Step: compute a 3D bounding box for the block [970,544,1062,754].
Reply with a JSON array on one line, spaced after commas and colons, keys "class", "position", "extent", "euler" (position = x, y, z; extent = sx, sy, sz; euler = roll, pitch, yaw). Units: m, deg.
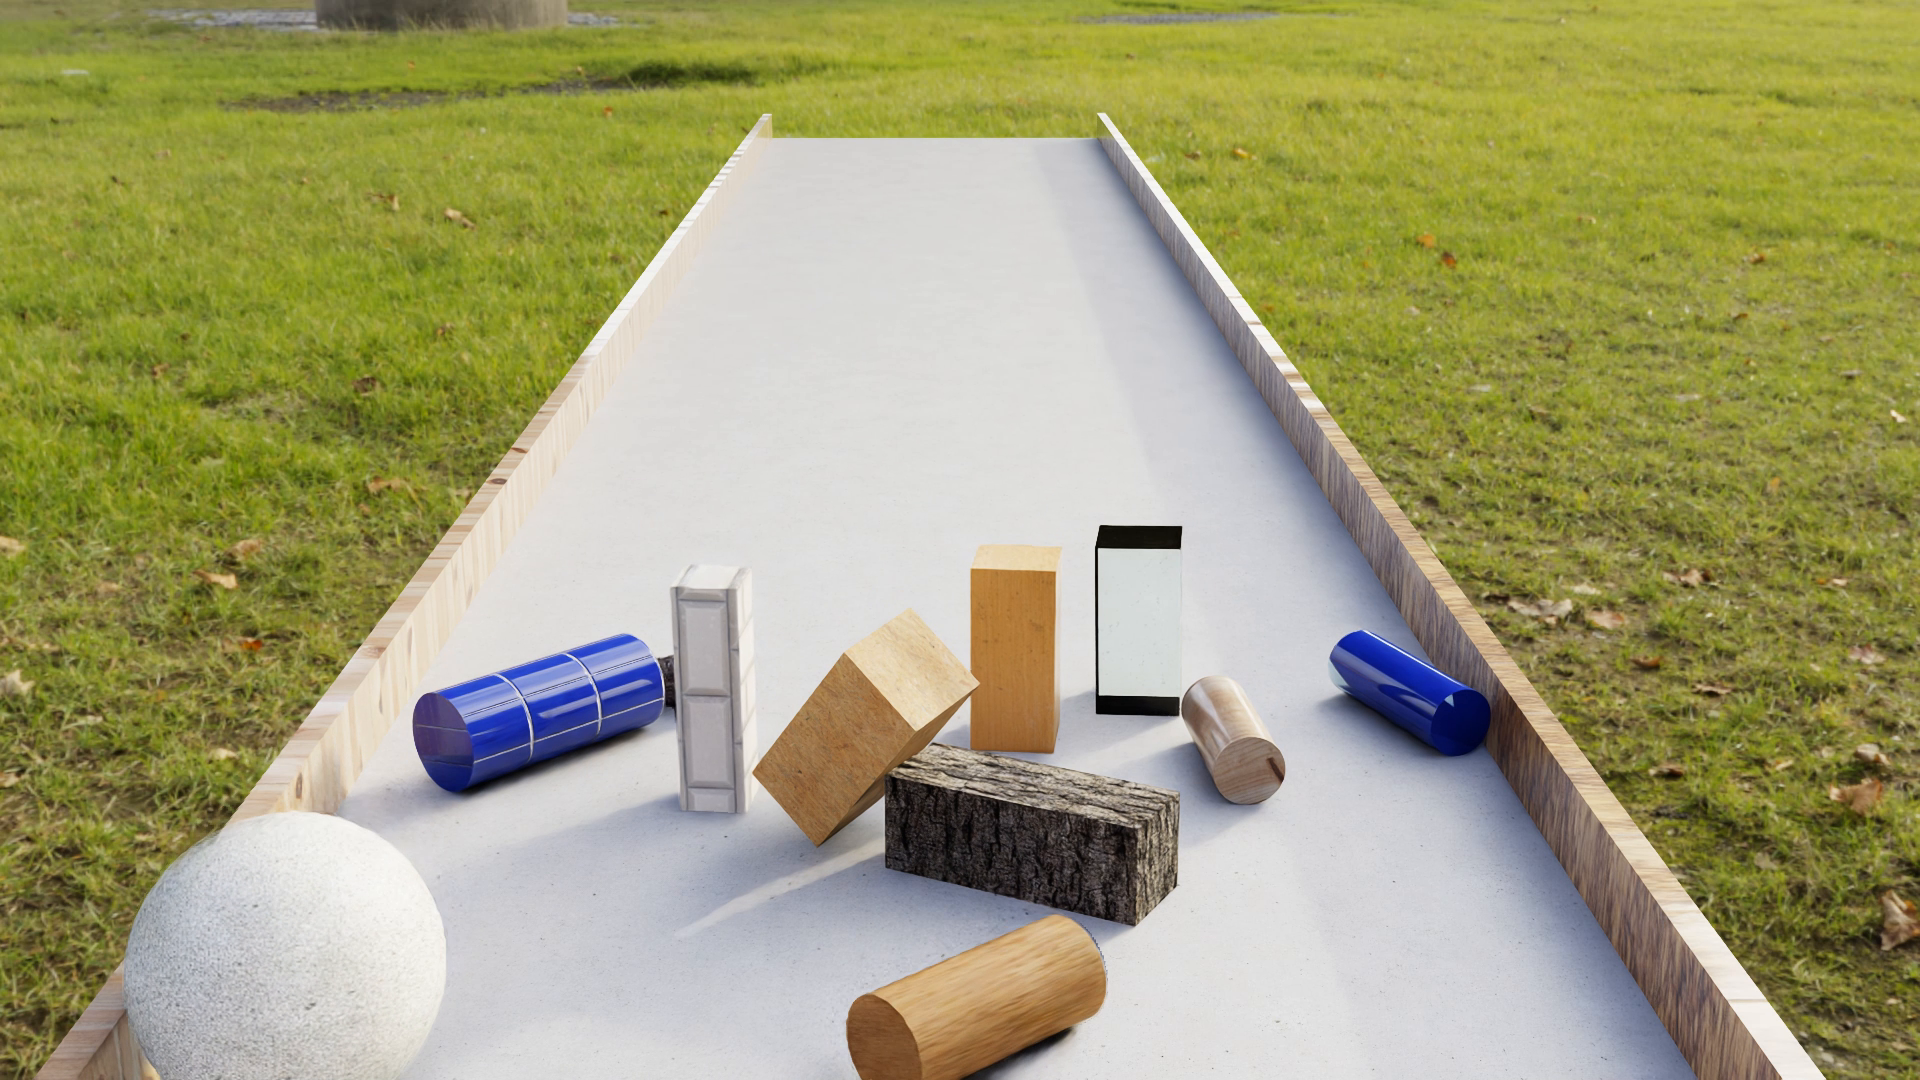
[{"class": "block", "position": [0.102, 0.195, 3.970], "extent": [0.150, 0.343, 0.150], "euler": [2, 17, 6]}]

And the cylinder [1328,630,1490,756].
[{"class": "cylinder", "position": [0.826, 0.279, 4.067], "extent": [0.126, 0.126, 0.350], "euler": [-6, 18, -21]}]

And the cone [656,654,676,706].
[{"class": "cone", "position": [-0.624, 0.267, 4.217], "extent": [0.388, 0.129, 0.129], "euler": [-1, 14, 31]}]

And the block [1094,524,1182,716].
[{"class": "block", "position": [0.338, 0.150, 4.146], "extent": [0.157, 0.325, 0.157], "euler": [1, 17, 7]}]

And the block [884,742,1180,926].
[{"class": "block", "position": [0.110, 0.453, 3.427], "extent": [0.432, 0.159, 0.159], "euler": [9, 19, 27]}]

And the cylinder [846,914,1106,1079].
[{"class": "cylinder", "position": [0.025, 0.616, 2.898], "extent": [0.332, 0.147, 0.147], "euler": [-15, 22, -41]}]

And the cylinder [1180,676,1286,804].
[{"class": "cylinder", "position": [0.475, 0.346, 3.847], "extent": [0.123, 0.123, 0.302], "euler": [-1, 17, -5]}]

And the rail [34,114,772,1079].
[{"class": "rail", "position": [-1.118, -0.838, 7.780], "extent": [0.050, 0.150, 12.000], "euler": [0, 17, -1]}]

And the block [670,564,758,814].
[{"class": "block", "position": [-0.408, 0.250, 3.678], "extent": [0.111, 0.400, 0.111], "euler": [2, 19, 6]}]

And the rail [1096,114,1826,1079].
[{"class": "rail", "position": [0.932, -0.844, 7.801], "extent": [0.050, 0.150, 12.000], "euler": [0, 17, -1]}]

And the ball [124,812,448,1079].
[{"class": "ball", "position": [-0.840, 0.535, 2.751], "extent": [0.387, 0.387, 0.387], "euler": [0, 17, 0]}]

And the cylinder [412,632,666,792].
[{"class": "cylinder", "position": [-0.742, 0.301, 3.904], "extent": [0.177, 0.177, 0.420], "euler": [15, 22, 40]}]

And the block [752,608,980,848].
[{"class": "block", "position": [-0.154, 0.301, 3.496], "extent": [0.163, 0.371, 0.163], "euler": [47, 45, 9]}]
